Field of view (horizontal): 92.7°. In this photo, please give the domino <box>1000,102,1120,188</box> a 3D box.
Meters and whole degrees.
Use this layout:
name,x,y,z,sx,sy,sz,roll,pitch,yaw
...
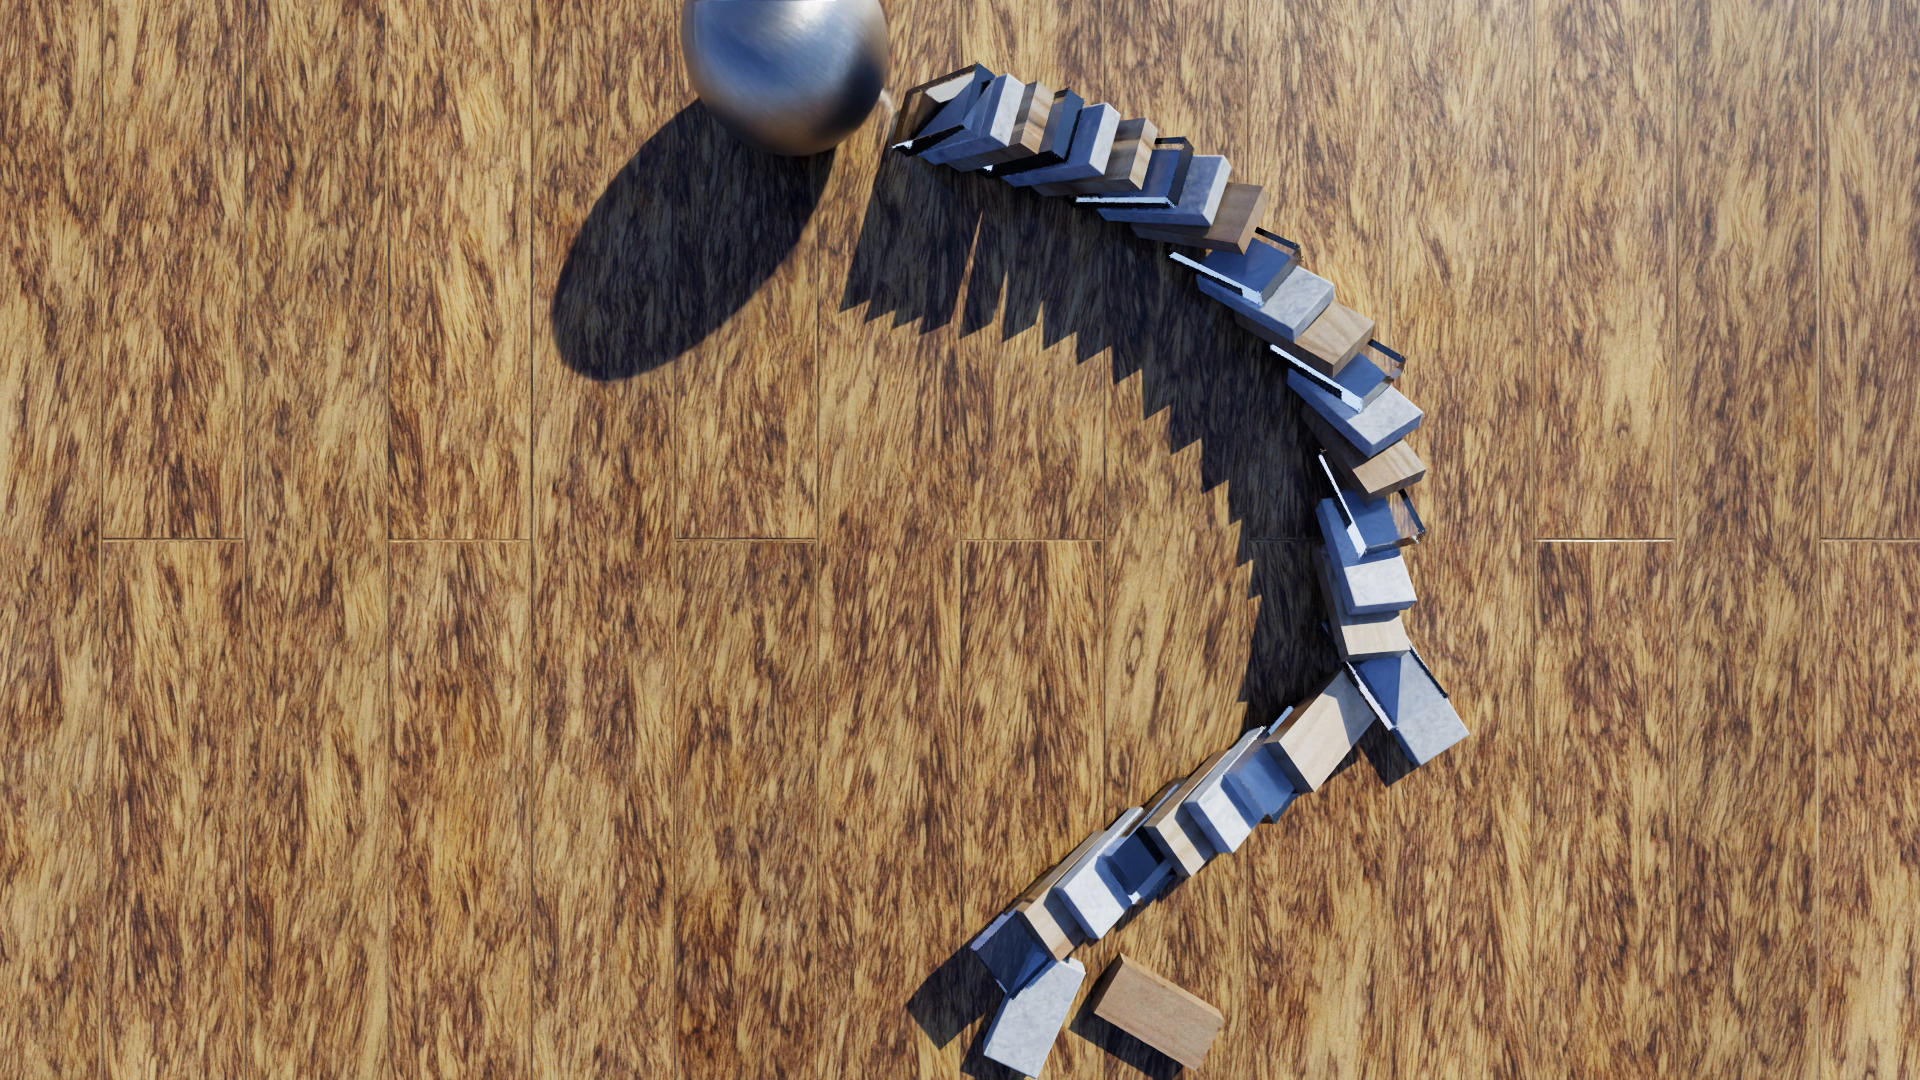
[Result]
name,x,y,z,sx,sy,sz,roll,pitch,yaw
domino,0.041,-0.162,0.379,0.010,0.050,0.025,16,90,-43

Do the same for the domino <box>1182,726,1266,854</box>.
name,x,y,z,sx,sy,sz,roll,pitch,yaw
domino,0.118,0.104,0.383,0.050,0.009,0.025,-35,90,-30

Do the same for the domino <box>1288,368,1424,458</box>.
name,x,y,z,sx,sy,sz,roll,pitch,yaw
domino,0.163,-0.059,0.382,0.025,0.009,0.050,-32,57,-3

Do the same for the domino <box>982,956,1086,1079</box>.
name,x,y,z,sx,sy,sz,roll,pitch,yaw
domino,0.032,0.202,0.395,0.025,0.010,0.050,25,90,0

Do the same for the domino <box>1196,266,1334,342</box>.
name,x,y,z,sx,sy,sz,roll,pitch,yaw
domino,0.127,-0.106,0.383,0.025,0.010,0.050,-47,59,-1

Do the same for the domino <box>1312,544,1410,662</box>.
name,x,y,z,sx,sy,sz,roll,pitch,yaw
domino,0.168,0.025,0.385,0.025,0.010,0.050,-5,64,0

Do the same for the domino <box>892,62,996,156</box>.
name,x,y,z,sx,sy,sz,roll,pitch,yaw
domino,-0.008,-0.176,0.378,0.009,0.050,0.025,15,90,-39

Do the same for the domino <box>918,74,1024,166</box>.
name,x,y,z,sx,sy,sz,roll,pitch,yaw
domino,0.004,-0.172,0.377,0.009,0.050,0.025,16,90,-38

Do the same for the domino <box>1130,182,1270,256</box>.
name,x,y,z,sx,sy,sz,roll,pitch,yaw
domino,0.099,-0.136,0.382,0.050,0.009,0.025,24,90,35

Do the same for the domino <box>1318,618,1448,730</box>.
name,x,y,z,sx,sy,sz,roll,pitch,yaw
domino,0.177,0.051,0.385,0.025,0.009,0.050,-29,65,2

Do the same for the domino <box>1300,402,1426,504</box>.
name,x,y,z,sx,sy,sz,roll,pitch,yaw
domino,0.168,-0.041,0.384,0.025,0.010,0.050,-23,60,0

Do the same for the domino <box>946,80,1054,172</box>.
name,x,y,z,sx,sy,sz,roll,pitch,yaw
domino,0.015,-0.169,0.377,0.010,0.050,0.025,16,90,-38

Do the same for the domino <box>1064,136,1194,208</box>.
name,x,y,z,sx,sy,sz,roll,pitch,yaw
domino,0.069,-0.152,0.381,0.050,0.010,0.025,17,90,38

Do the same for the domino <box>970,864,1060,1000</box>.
name,x,y,z,sx,sy,sz,roll,pitch,yaw
domino,0.031,0.164,0.387,0.050,0.009,0.025,-38,90,-20

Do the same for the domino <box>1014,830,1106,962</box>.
name,x,y,z,sx,sy,sz,roll,pitch,yaw
domino,0.050,0.149,0.385,0.050,0.010,0.025,-35,90,-25

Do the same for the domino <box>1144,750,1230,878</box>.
name,x,y,z,sx,sy,sz,roll,pitch,yaw
domino,0.103,0.114,0.384,0.050,0.010,0.025,-35,90,-27

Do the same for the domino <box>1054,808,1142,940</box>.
name,x,y,z,sx,sy,sz,roll,pitch,yaw
domino,0.065,0.138,0.383,0.050,0.009,0.025,-36,90,-28

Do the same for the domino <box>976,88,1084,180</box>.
name,x,y,z,sx,sy,sz,roll,pitch,yaw
domino,0.027,-0.166,0.377,0.009,0.050,0.025,16,90,-38

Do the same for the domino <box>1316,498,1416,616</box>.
name,x,y,z,sx,sy,sz,roll,pitch,yaw
domino,0.169,0.005,0.383,0.025,0.010,0.050,-6,63,0

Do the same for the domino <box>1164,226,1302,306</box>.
name,x,y,z,sx,sy,sz,roll,pitch,yaw
domino,0.113,-0.120,0.383,0.050,0.010,0.025,39,90,31

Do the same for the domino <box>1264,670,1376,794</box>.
name,x,y,z,sx,sy,sz,roll,pitch,yaw
domino,0.151,0.080,0.384,0.050,0.010,0.025,-35,90,-29

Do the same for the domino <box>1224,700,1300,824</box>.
name,x,y,z,sx,sy,sz,roll,pitch,yaw
domino,0.135,0.092,0.383,0.050,0.009,0.025,-35,90,-30

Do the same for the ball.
name,x,y,z,sx,sy,sz,roll,pitch,yaw
ball,-0.068,-0.194,0.360,0.080,0.080,0.080,0,90,0

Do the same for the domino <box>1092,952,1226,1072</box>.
name,x,y,z,sx,sy,sz,roll,pitch,yaw
domino,0.085,0.203,0.395,0.050,0.010,0.025,30,90,0

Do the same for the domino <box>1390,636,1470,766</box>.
name,x,y,z,sx,sy,sz,roll,pitch,yaw
domino,0.193,0.069,0.395,0.025,0.010,0.050,-33,90,0

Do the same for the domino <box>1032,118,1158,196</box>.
name,x,y,z,sx,sy,sz,roll,pitch,yaw
domino,0.055,-0.158,0.380,0.050,0.010,0.025,15,90,42

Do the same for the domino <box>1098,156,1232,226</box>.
name,x,y,z,sx,sy,sz,roll,pitch,yaw
domino,0.084,-0.146,0.381,0.050,0.010,0.025,19,90,38

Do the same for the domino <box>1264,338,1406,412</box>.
name,x,y,z,sx,sy,sz,roll,pitch,yaw
domino,0.155,-0.077,0.382,0.025,0.009,0.050,-43,58,-5

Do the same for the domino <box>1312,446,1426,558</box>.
name,x,y,z,sx,sy,sz,roll,pitch,yaw
domino,0.171,-0.020,0.384,0.025,0.009,0.050,-14,63,0

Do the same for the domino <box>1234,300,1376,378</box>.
name,x,y,z,sx,sy,sz,roll,pitch,yaw
domino,0.143,-0.091,0.382,0.025,0.009,0.050,-45,59,-5

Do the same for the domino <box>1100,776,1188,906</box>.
name,x,y,z,sx,sy,sz,roll,pitch,yaw
domino,0.084,0.126,0.384,0.050,0.009,0.025,-36,90,-28
